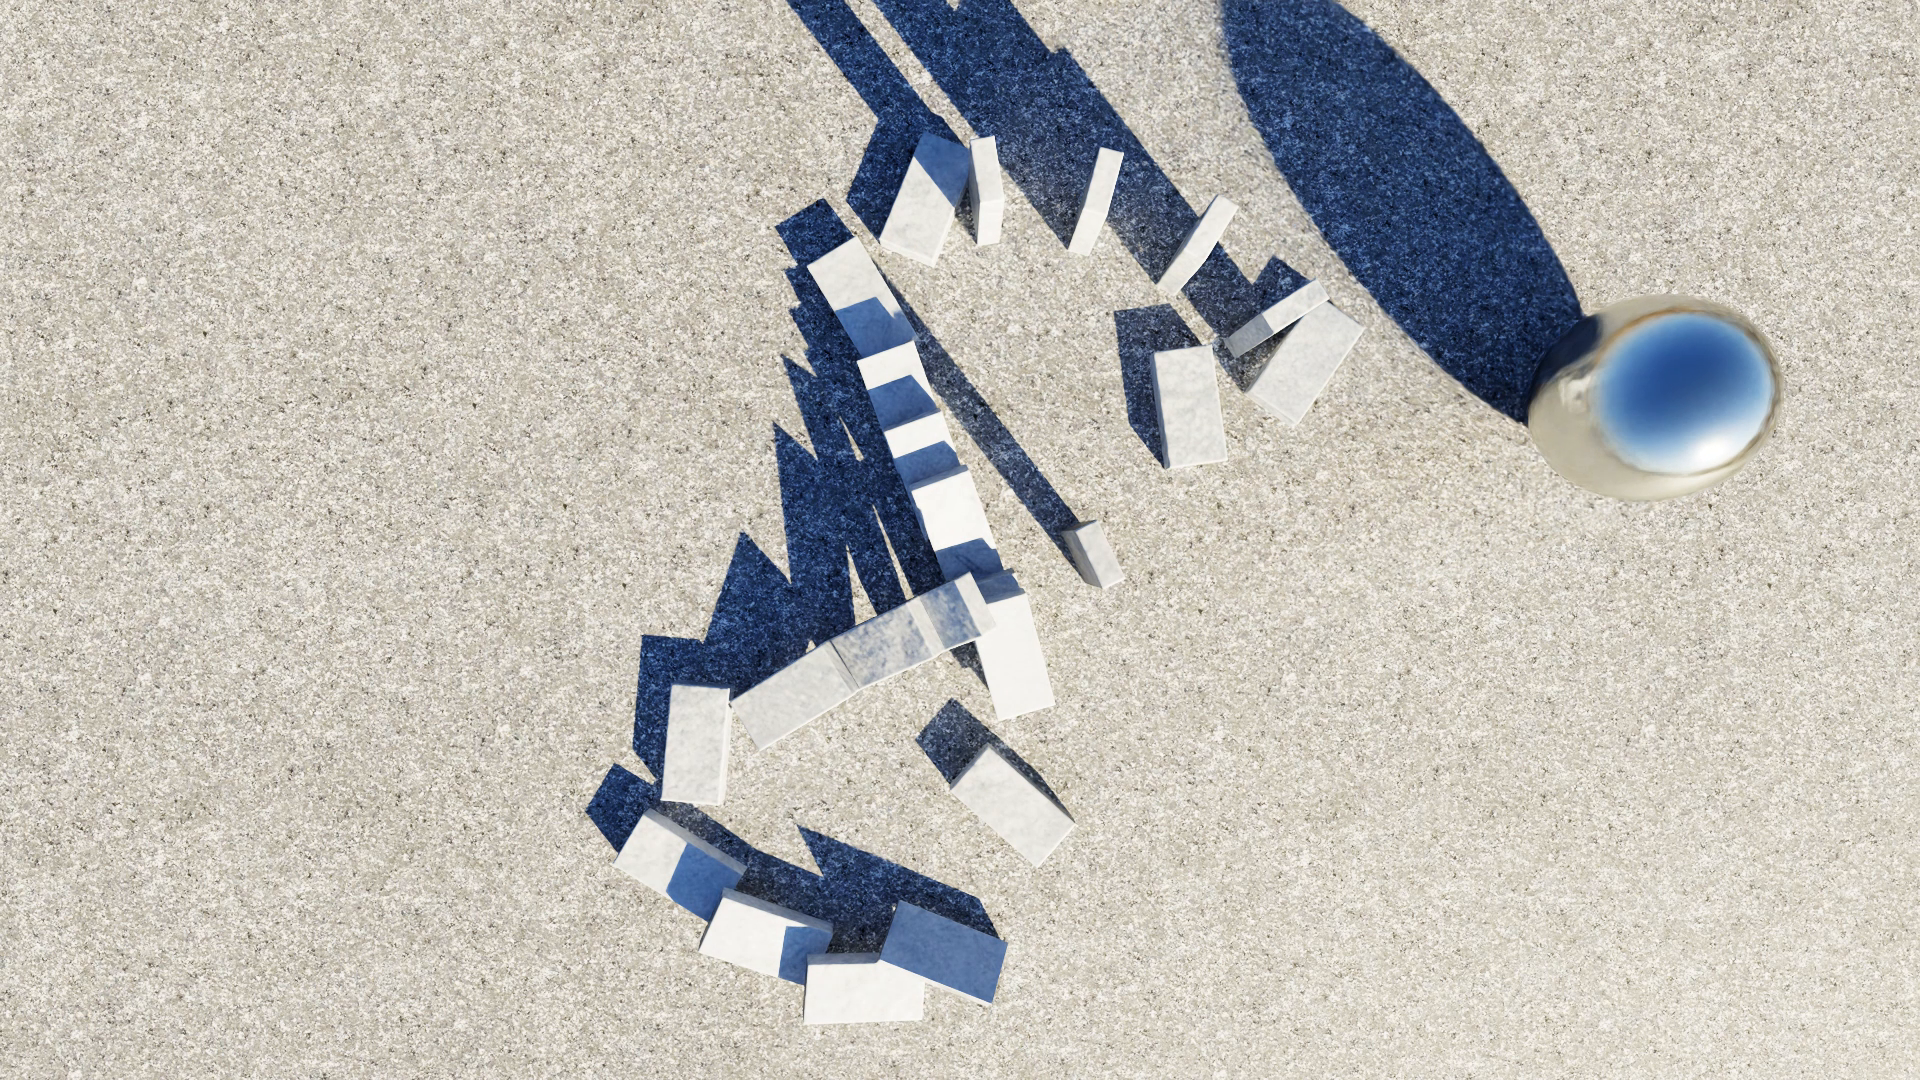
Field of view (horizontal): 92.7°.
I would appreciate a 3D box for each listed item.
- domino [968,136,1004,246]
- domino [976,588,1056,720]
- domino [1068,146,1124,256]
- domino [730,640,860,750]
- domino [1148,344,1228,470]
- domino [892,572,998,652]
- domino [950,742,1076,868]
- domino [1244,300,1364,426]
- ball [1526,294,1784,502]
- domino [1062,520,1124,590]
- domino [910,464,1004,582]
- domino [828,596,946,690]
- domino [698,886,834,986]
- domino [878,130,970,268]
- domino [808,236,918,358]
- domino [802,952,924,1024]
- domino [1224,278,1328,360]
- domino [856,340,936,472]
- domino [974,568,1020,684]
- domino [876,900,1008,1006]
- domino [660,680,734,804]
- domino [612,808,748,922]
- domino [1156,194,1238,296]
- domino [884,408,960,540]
[{"bbox_3d":[0.010,-0.142,0.375,0.009,0.050,0.025,-9,90,0],"label":"domino"},{"bbox_3d":[0.021,0.048,0.382,0.025,0.010,0.050,-16,101,-1],"label":"domino"},{"bbox_3d":[0.055,-0.137,0.375,0.009,0.050,0.025,15,90,0],"label":"domino"},{"bbox_3d":[-0.071,0.066,0.389,0.050,0.010,0.025,-32,90,14],"label":"domino"},{"bbox_3d":[0.098,-0.057,0.395,0.025,0.010,0.050,-8,90,0],"label":"domino"},{"bbox_3d":[-0.009,0.033,0.379,0.010,0.050,0.025,-27,90,-44],"label":"domino"},{"bbox_3d":[0.023,0.114,0.395,0.050,0.010,0.025,41,90,0],"label":"domino"},{"bbox_3d":[0.148,-0.077,0.395,0.025,0.010,0.050,35,90,0],"label":"domino"},{"bbox_3d":[0.270,-0.055,0.360,0.080,0.080,0.080,0,90,0],"label":"ball"},{"bbox_3d":[0.054,0.005,0.375,0.010,0.050,0.025,-26,90,0],"label":"domino"},{"bbox_3d":[-0.001,-0.004,0.386,0.025,0.010,0.050,-20,112,0],"label":"domino"},{"bbox_3d":[-0.033,0.045,0.383,0.050,0.009,0.025,-27,90,31],"label":"domino"},{"bbox_3d":[-0.082,0.169,0.390,0.050,0.010,0.025,24,90,-12],"label":"domino"},{"bbox_3d":[-0.014,-0.147,0.395,0.025,0.009,0.050,22,90,0],"label":"domino"},{"bbox_3d":[-0.042,-0.102,0.395,0.025,0.010,0.050,-31,90,0],"label":"domino"},{"bbox_3d":[-0.041,0.190,0.390,0.050,0.010,0.025,4,91,-12],"label":"domino"},{"bbox_3d":[0.128,-0.090,0.375,0.025,0.050,0.010,-33,90,0],"label":"domino"},{"bbox_3d":[-0.023,-0.057,0.390,0.025,0.010,0.050,-20,102,0],"label":"domino"},{"bbox_3d":[0.018,0.040,0.390,0.025,0.010,0.050,-17,101,-1],"label":"domino"},{"bbox_3d":[-0.007,0.175,0.389,0.050,0.010,0.025,22,55,0],"label":"domino"},{"bbox_3d":[-0.113,0.087,0.395,0.025,0.009,0.050,5,90,0],"label":"domino"},{"bbox_3d":[-0.121,0.140,0.395,0.050,0.009,0.025,31,90,0],"label":"domino"},{"bbox_3d":[0.096,-0.119,0.375,0.010,0.050,0.025,32,90,0],"label":"domino"},{"bbox_3d":[-0.012,-0.028,0.388,0.025,0.010,0.050,-20,109,0],"label":"domino"}]
